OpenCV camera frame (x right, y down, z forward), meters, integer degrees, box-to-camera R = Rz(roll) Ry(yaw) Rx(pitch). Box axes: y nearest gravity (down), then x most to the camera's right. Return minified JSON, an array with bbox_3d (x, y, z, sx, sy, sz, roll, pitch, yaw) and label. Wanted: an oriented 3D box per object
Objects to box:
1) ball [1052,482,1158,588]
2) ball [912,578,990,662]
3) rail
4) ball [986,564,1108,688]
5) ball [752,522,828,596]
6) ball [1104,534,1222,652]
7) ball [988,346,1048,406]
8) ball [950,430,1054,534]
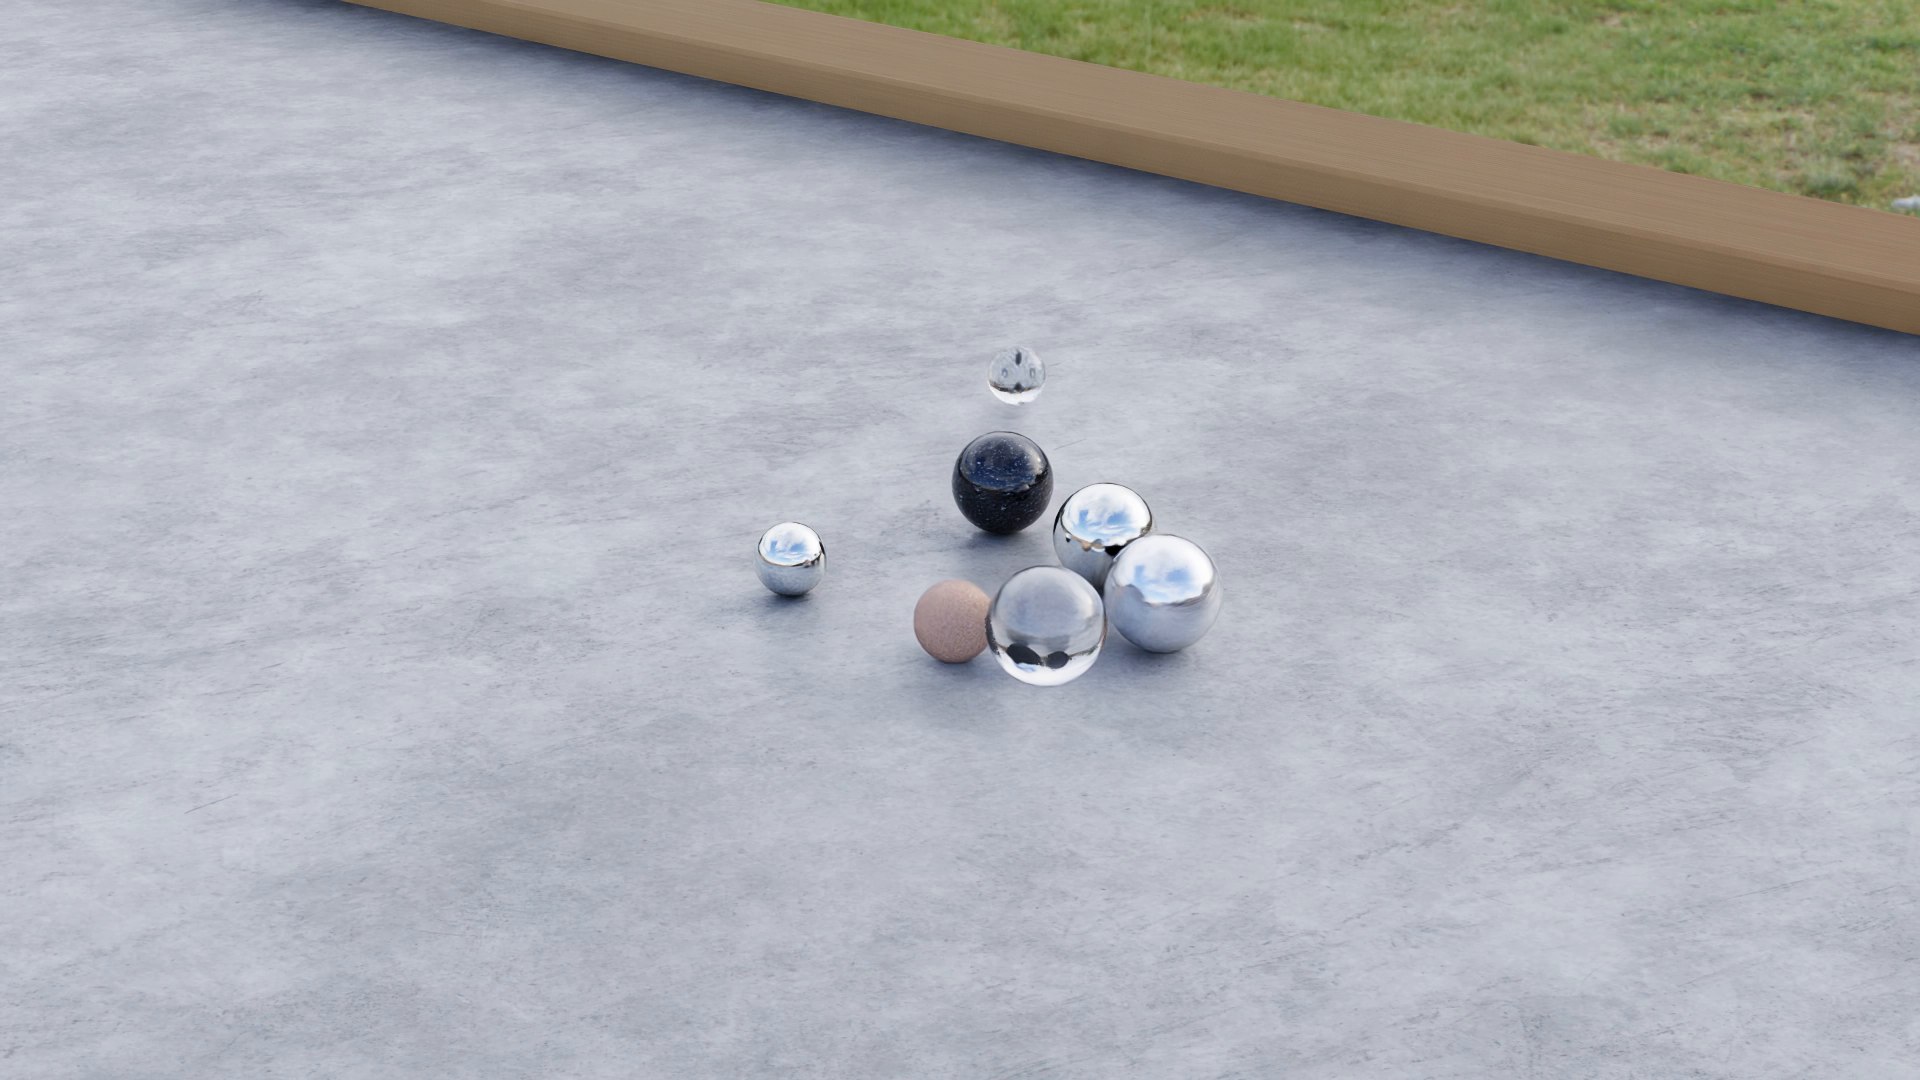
[{"bbox_3d":[0.124,-0.004,2.508,0.090,0.090,0.090,0,22,0],"label":"ball"},{"bbox_3d":[-0.005,0.065,2.368,0.067,0.067,0.067,0,22,0],"label":"ball"},{"bbox_3d":[-0.072,-0.624,3.989,4.416,0.125,0.045,18,28,37],"label":"rail"},{"bbox_3d":[0.068,0.068,2.322,0.097,0.097,0.097,0,22,0],"label":"ball"},{"bbox_3d":[-0.144,0.016,2.493,0.064,0.064,0.064,0,22,0],"label":"ball"},{"bbox_3d":[0.164,0.043,2.384,0.096,0.096,0.096,0,22,0],"label":"ball"},{"bbox_3d":[0.057,-0.165,2.945,0.060,0.060,0.060,0,22,0],"label":"ball"},{"bbox_3d":[0.038,-0.051,2.622,0.092,0.092,0.092,0,22,0],"label":"ball"}]
